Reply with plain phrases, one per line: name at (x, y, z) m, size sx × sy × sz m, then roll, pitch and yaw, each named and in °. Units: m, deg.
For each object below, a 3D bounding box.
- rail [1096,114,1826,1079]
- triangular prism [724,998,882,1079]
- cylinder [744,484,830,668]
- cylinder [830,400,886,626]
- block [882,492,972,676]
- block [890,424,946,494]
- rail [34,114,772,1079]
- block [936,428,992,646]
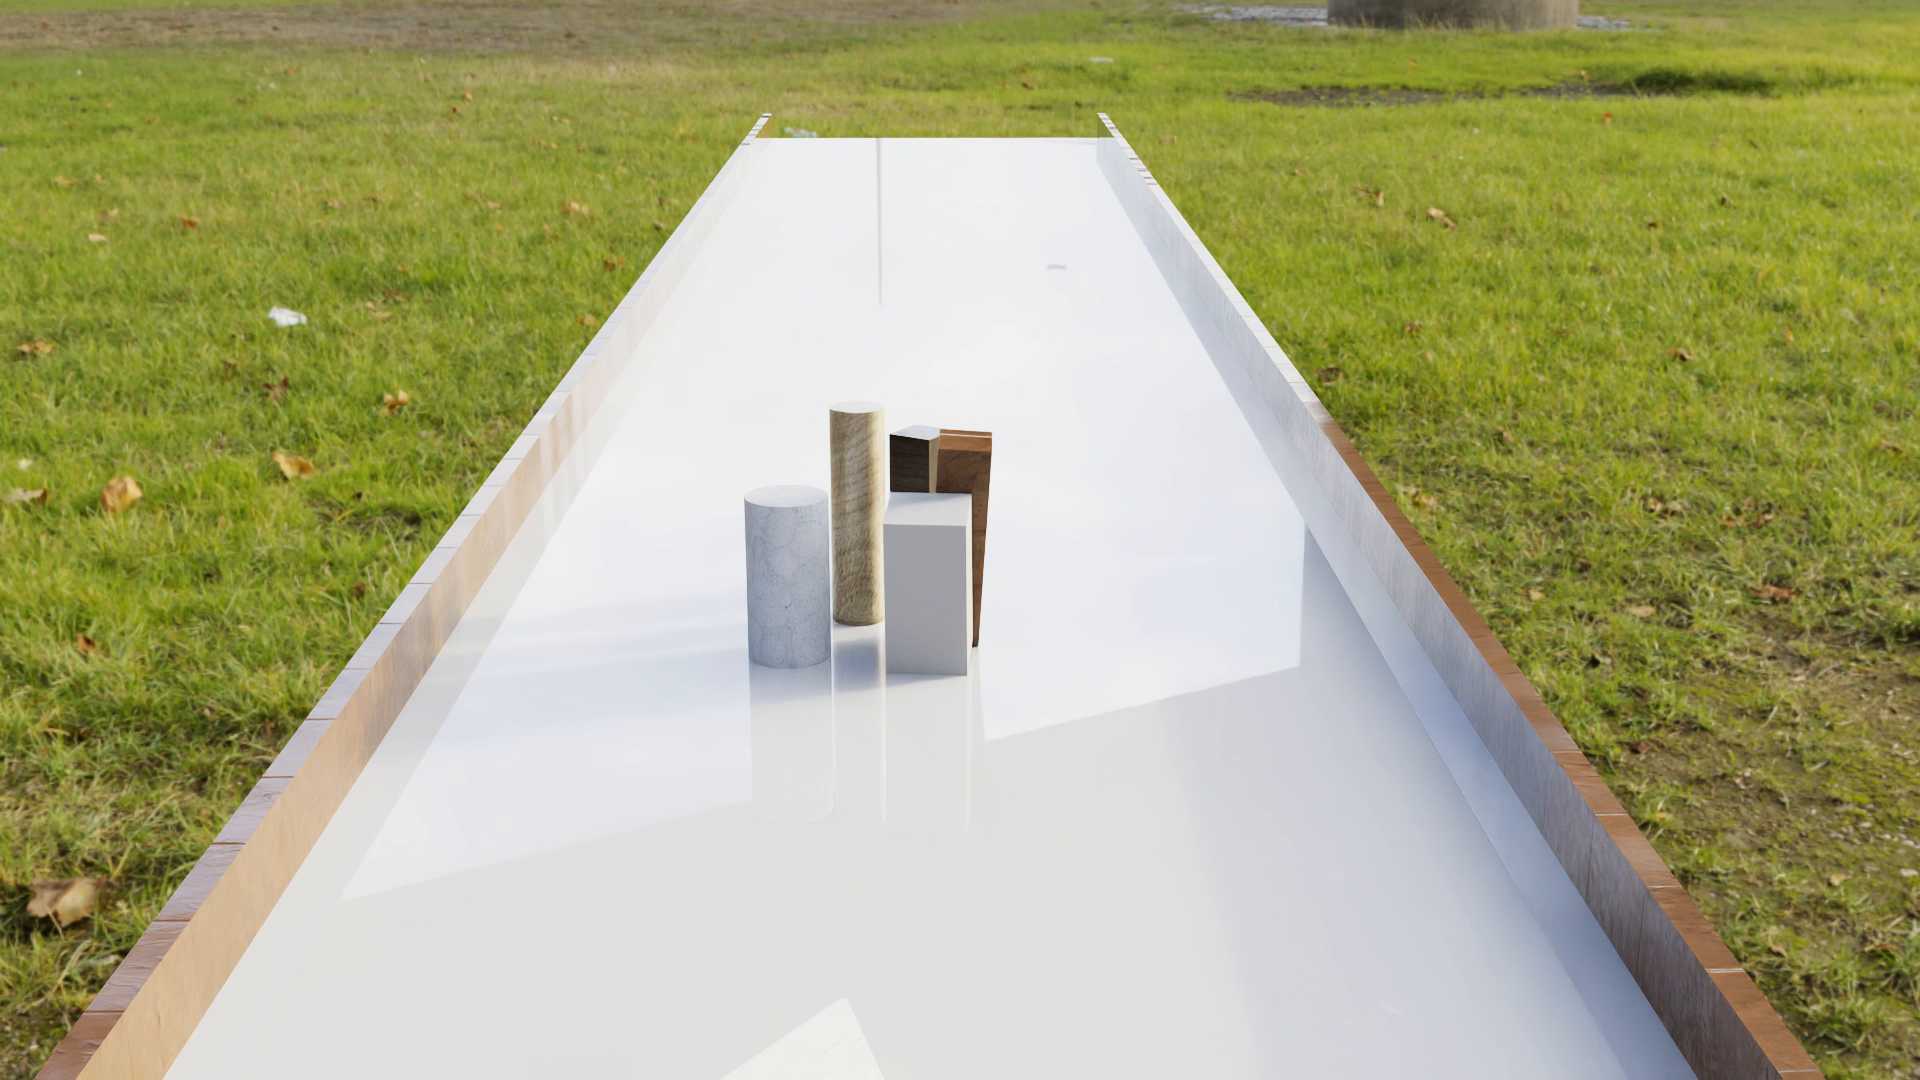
rail at (0.932, -0.844, 7.801) m, size 0.050 × 0.150 × 12.000 m, roll 0°, pitch 17°, yaw -1°
triangular prism at (-0.261, 0.693, 2.665) m, size 0.143 × 0.124 × 0.409 m, roll 10°, pitch 19°, yaw 32°
cylinder at (-0.344, 0.072, 4.398) m, size 0.166 × 0.334 × 0.166 m, roll 0°, pitch 17°, yaw 0°
cylinder at (-0.214, -0.055, 4.606) m, size 0.114 × 0.459 × 0.114 m, roll 0°, pitch 17°, yaw 0°
block at (-0.061, 0.086, 4.343) m, size 0.160 × 0.321 × 0.160 m, roll 1°, pitch 24°, yaw 4°
block at (-0.083, -0.073, 4.876) m, size 0.105 × 0.341 × 0.105 m, roll 10°, pitch 19°, yaw 31°
rail at (-1.118, -0.838, 7.780) m, size 0.050 × 0.150 × 12.000 m, roll 0°, pitch 17°, yaw -1°
block at (-0.001, -0.002, 4.450) m, size 0.105 × 0.431 × 0.105 m, roll 4°, pitch 25°, yaw 0°
